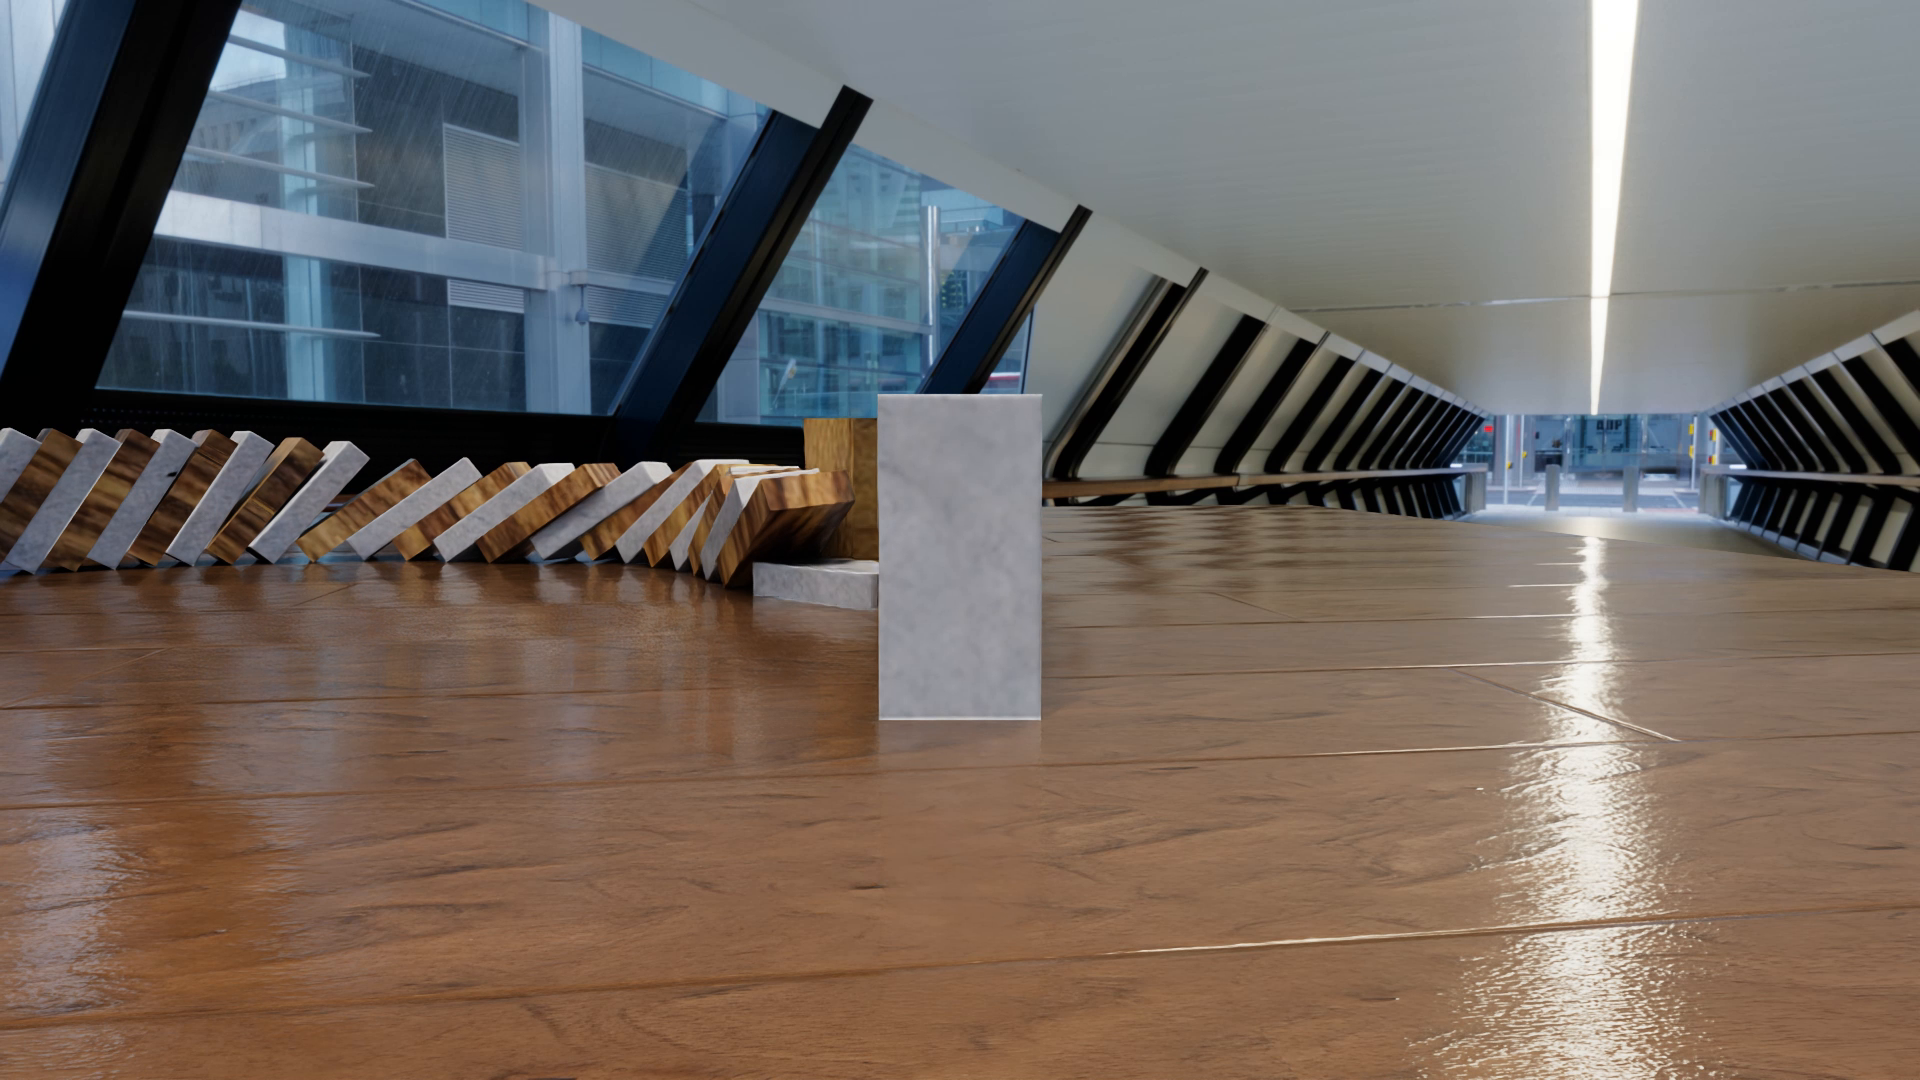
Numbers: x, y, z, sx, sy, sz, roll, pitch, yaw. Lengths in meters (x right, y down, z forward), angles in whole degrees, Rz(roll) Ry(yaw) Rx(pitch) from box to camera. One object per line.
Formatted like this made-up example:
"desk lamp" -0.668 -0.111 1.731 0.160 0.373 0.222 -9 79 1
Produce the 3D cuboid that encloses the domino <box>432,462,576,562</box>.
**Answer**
"domino" -0.164 -0.010 0.468 0.050 0.009 0.025 -33 -2 11

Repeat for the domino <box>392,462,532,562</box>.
"domino" -0.183 -0.011 0.477 0.050 0.010 0.025 -34 5 1

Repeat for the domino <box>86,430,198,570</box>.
"domino" -0.287 -0.015 0.447 0.025 0.050 0.010 5 -25 48

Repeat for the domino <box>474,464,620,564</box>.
"domino" -0.147 -0.010 0.464 0.050 0.009 0.025 -33 -2 10

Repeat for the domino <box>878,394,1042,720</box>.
"domino" 0.000 0.002 0.201 0.025 0.050 0.010 0 4 0

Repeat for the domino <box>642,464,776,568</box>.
"domino" -0.084 -0.008 0.436 0.025 0.009 0.050 -5 -27 -48

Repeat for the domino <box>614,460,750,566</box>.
"domino" -0.096 -0.010 0.450 0.050 0.010 0.025 -39 -17 29

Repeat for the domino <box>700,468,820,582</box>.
"domino" -0.059 -0.004 0.381 0.025 0.010 0.050 -9 -22 -27

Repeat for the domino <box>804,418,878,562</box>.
"domino" -0.035 -0.011 0.379 0.009 0.050 0.025 -4 6 -40

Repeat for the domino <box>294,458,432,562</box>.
"domino" -0.222 -0.012 0.477 0.050 0.010 0.025 -40 20 -19

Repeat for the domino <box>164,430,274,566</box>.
"domino" -0.267 -0.015 0.460 0.025 0.050 0.010 5 -26 49

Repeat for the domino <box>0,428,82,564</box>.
"domino" -0.311 -0.013 0.424 0.025 0.050 0.009 5 -25 48

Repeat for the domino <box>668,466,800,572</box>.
"domino" -0.073 -0.007 0.420 0.025 0.009 0.050 -4 -28 -40

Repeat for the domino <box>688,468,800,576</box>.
"domino" -0.067 -0.005 0.399 0.025 0.010 0.050 -9 -22 -27

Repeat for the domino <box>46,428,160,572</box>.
"domino" -0.295 -0.014 0.439 0.025 0.050 0.009 5 -25 48

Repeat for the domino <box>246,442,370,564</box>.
"domino" -0.241 -0.014 0.471 0.025 0.050 0.009 5 -35 50

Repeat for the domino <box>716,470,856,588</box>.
"domino" -0.050 -0.002 0.364 0.025 0.010 0.050 -8 -22 -29

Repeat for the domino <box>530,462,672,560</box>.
"domino" -0.129 -0.011 0.466 0.050 0.009 0.025 -33 -3 7

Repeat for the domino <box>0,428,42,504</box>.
"domino" -0.319 -0.012 0.416 0.025 0.050 0.009 5 -25 48

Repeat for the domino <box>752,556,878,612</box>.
"domino" -0.032 0.011 0.352 0.050 0.009 0.025 4 6 44

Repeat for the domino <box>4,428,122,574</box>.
"domino" -0.304 -0.014 0.432 0.025 0.050 0.010 5 -25 48

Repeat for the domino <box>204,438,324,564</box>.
"domino" -0.254 -0.015 0.466 0.025 0.050 0.009 5 -32 50

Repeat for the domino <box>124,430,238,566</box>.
"domino" -0.278 -0.015 0.454 0.025 0.050 0.010 3 -28 47

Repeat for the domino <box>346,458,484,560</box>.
"domino" -0.203 -0.012 0.480 0.050 0.010 0.025 -38 14 -12

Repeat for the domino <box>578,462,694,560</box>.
"domino" -0.111 -0.011 0.466 0.050 0.010 0.025 -33 -3 9
